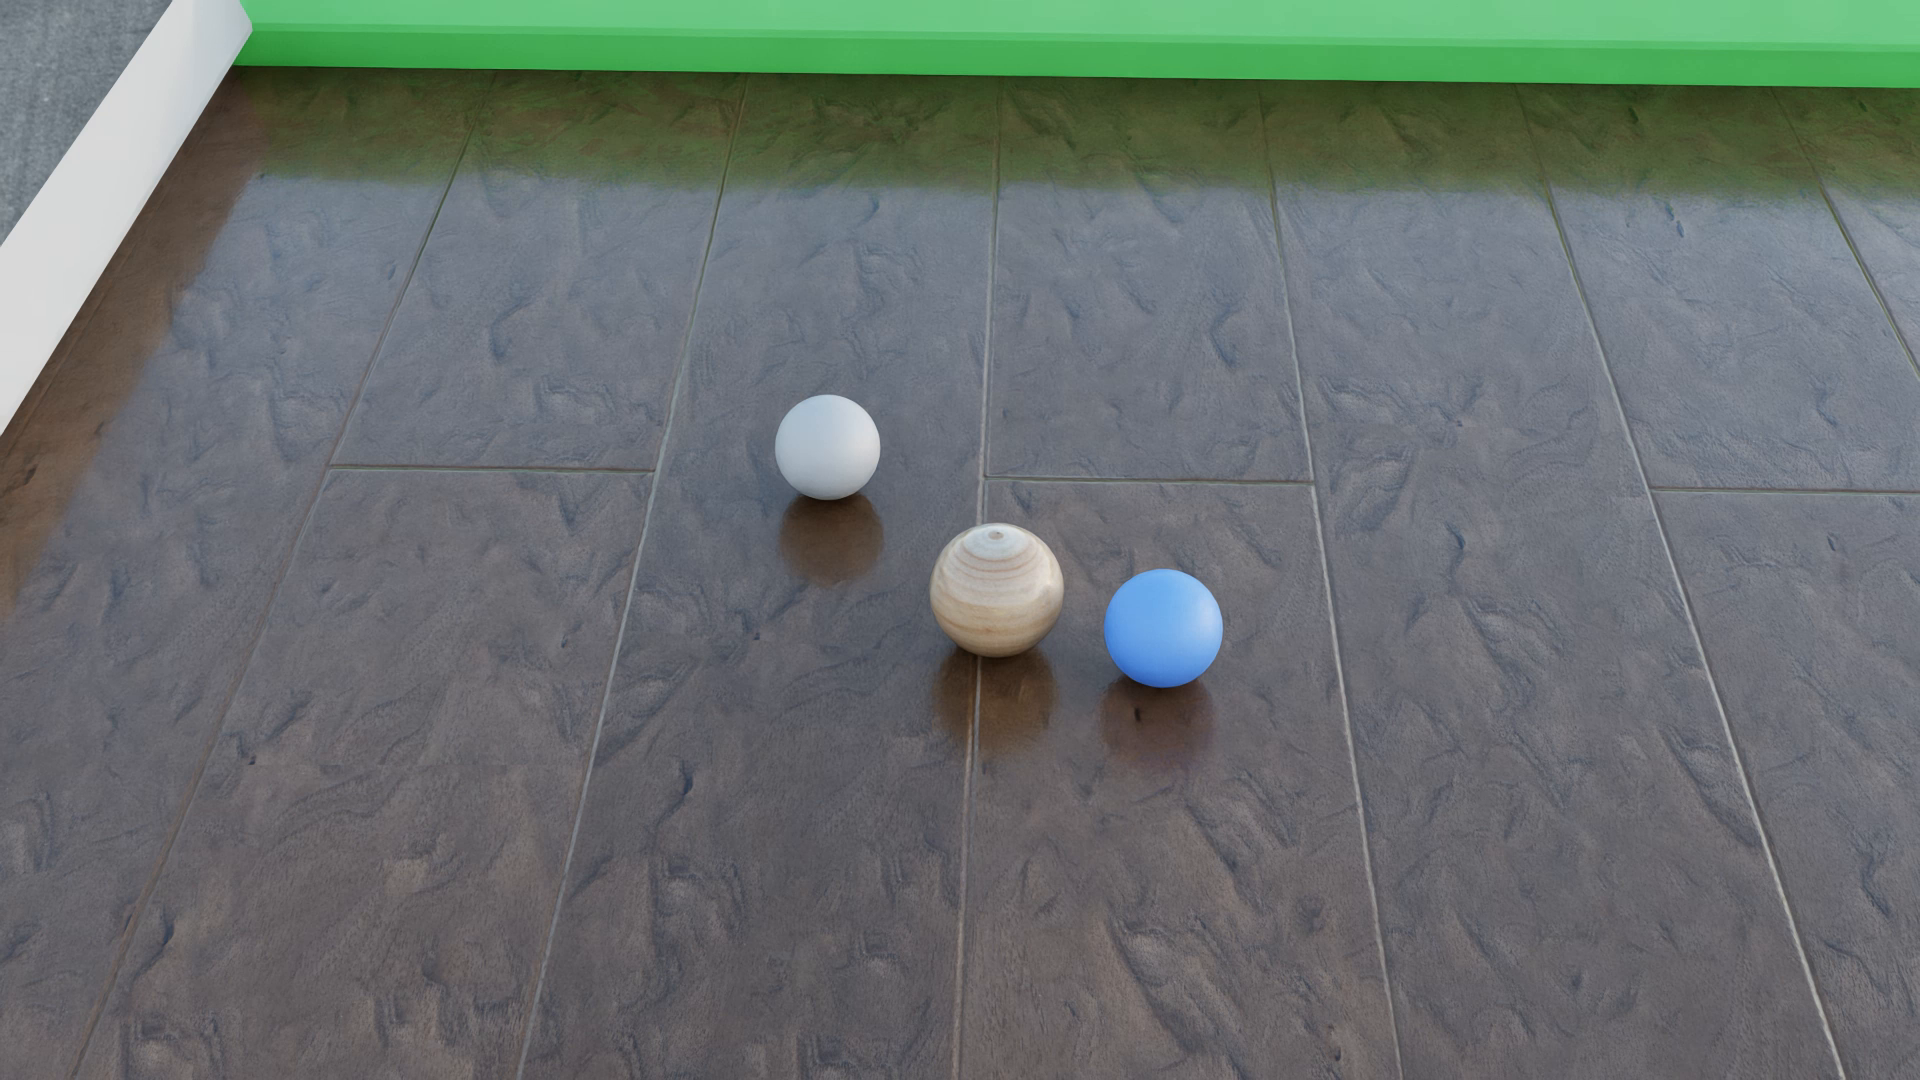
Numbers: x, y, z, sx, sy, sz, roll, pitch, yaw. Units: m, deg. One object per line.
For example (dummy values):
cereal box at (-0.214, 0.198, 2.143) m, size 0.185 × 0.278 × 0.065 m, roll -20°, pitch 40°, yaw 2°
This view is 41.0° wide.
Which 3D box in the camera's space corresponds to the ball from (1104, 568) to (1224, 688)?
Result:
ball at (0.136, 0.059, 1.722) m, size 0.080 × 0.080 × 0.080 m, roll 0°, pitch 35°, yaw 0°

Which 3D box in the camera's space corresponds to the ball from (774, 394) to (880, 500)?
ball at (-0.098, -0.069, 1.906) m, size 0.078 × 0.078 × 0.078 m, roll 0°, pitch 35°, yaw 0°

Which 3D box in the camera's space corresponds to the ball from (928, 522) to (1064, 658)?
ball at (0.025, 0.034, 1.747) m, size 0.092 × 0.092 × 0.092 m, roll 0°, pitch 35°, yaw 0°

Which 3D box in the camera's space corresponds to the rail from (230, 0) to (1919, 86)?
rail at (0.780, -0.482, 2.455) m, size 3.018 × 0.120 × 0.045 m, roll 1°, pitch 35°, yaw 1°

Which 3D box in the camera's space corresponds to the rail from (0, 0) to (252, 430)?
rail at (-0.730, -0.029, 1.811) m, size 0.045 × 0.120 × 1.716 m, roll 1°, pitch 35°, yaw 1°
